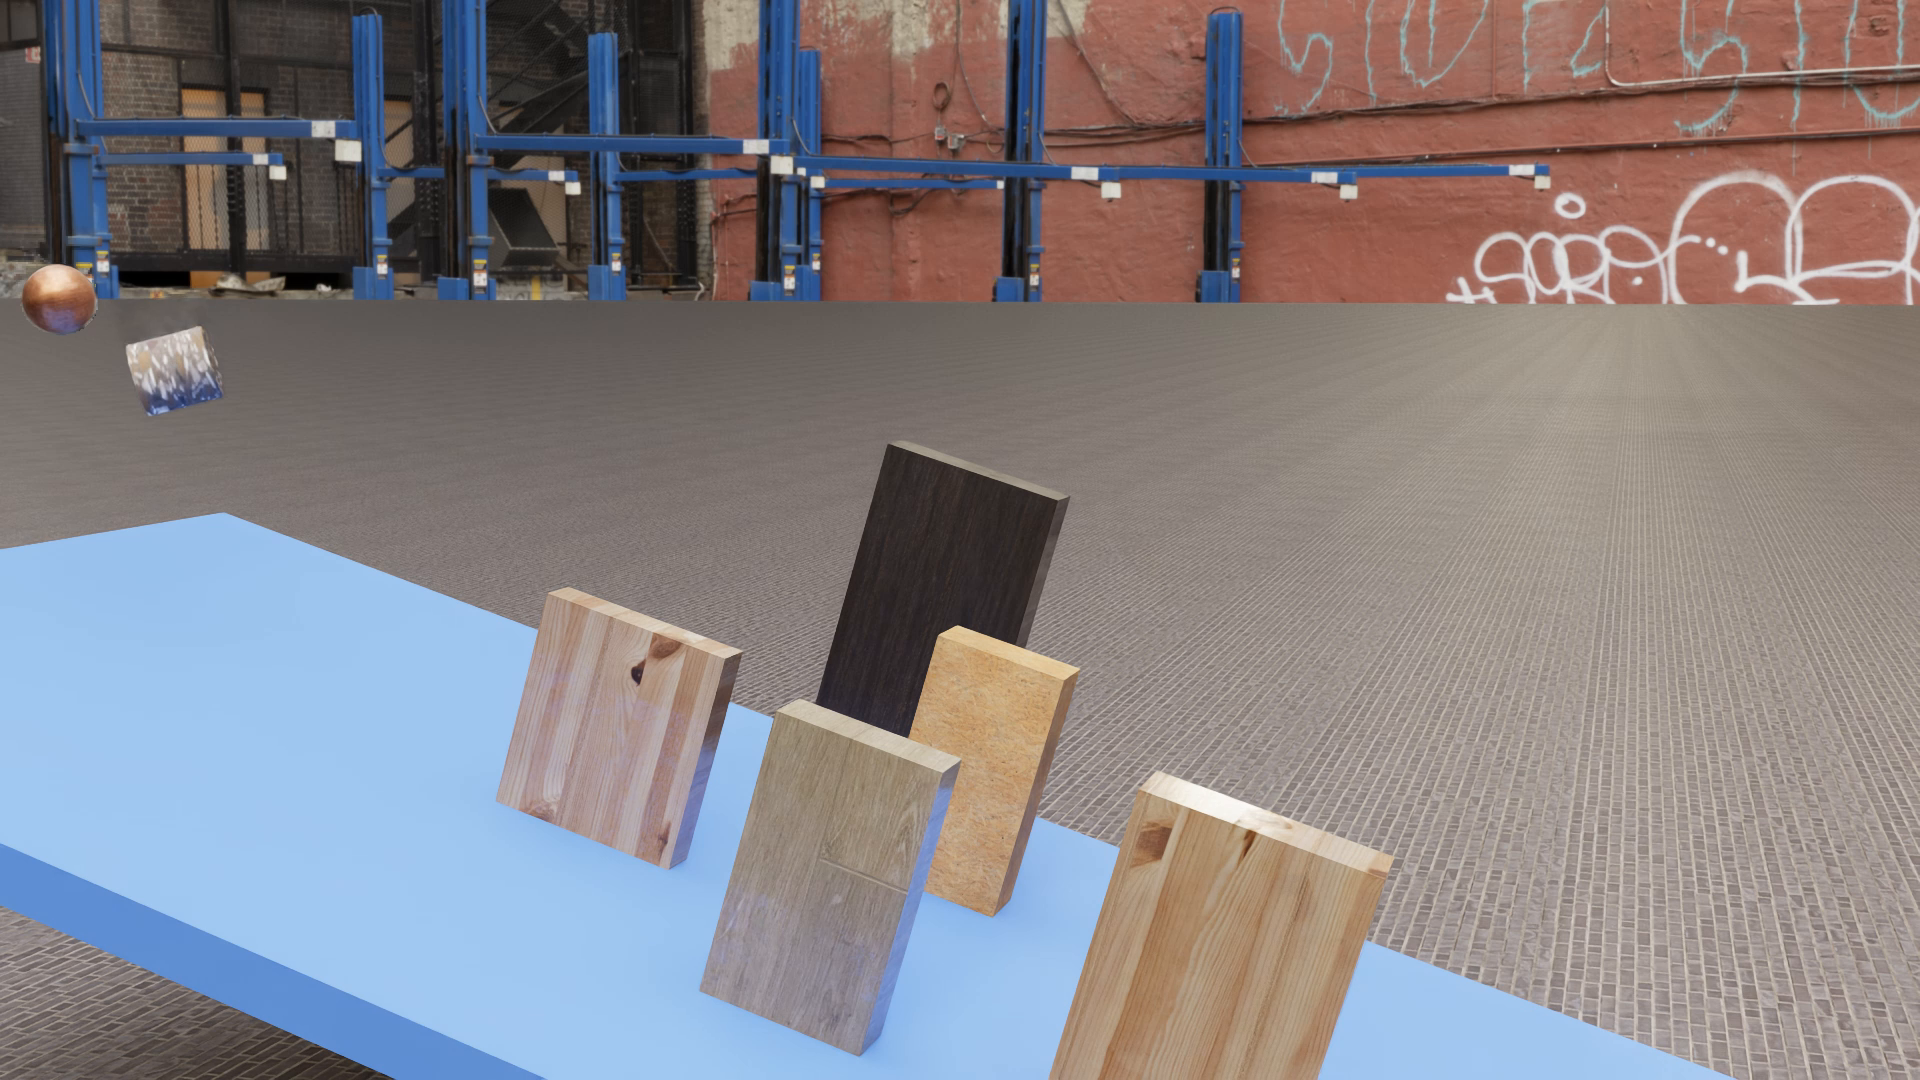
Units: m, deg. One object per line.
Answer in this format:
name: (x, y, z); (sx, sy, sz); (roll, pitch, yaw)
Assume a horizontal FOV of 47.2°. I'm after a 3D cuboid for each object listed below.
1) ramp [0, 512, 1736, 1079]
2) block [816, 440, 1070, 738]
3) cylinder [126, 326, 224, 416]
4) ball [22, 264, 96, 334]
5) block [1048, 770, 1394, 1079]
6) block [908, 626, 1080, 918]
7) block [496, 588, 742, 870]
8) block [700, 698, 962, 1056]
ramp: (-0.372, 0.721, 4.236); (4.000, 0.100, 2.000); (19, 12, 14)
block: (-0.065, 0.218, 4.818); (0.396, 0.785, 0.107); (19, 12, 14)
cylinder: (-1.722, -0.371, 4.832); (0.162, 0.162, 0.162); (-17, 10, -11)
ball: (-1.935, -0.518, 4.725); (0.148, 0.148, 0.148); (0, 7, 0)
block: (0.356, 0.727, 3.263); (0.370, 0.668, 0.126); (19, 12, 14)
block: (0.030, 0.466, 4.454); (0.270, 0.513, 0.131); (19, 12, 14)
block: (-0.657, 0.359, 4.223); (0.380, 0.432, 0.087); (19, 12, 14)
block: (-0.218, 0.561, 3.668); (0.299, 0.510, 0.107); (19, 12, 14)
